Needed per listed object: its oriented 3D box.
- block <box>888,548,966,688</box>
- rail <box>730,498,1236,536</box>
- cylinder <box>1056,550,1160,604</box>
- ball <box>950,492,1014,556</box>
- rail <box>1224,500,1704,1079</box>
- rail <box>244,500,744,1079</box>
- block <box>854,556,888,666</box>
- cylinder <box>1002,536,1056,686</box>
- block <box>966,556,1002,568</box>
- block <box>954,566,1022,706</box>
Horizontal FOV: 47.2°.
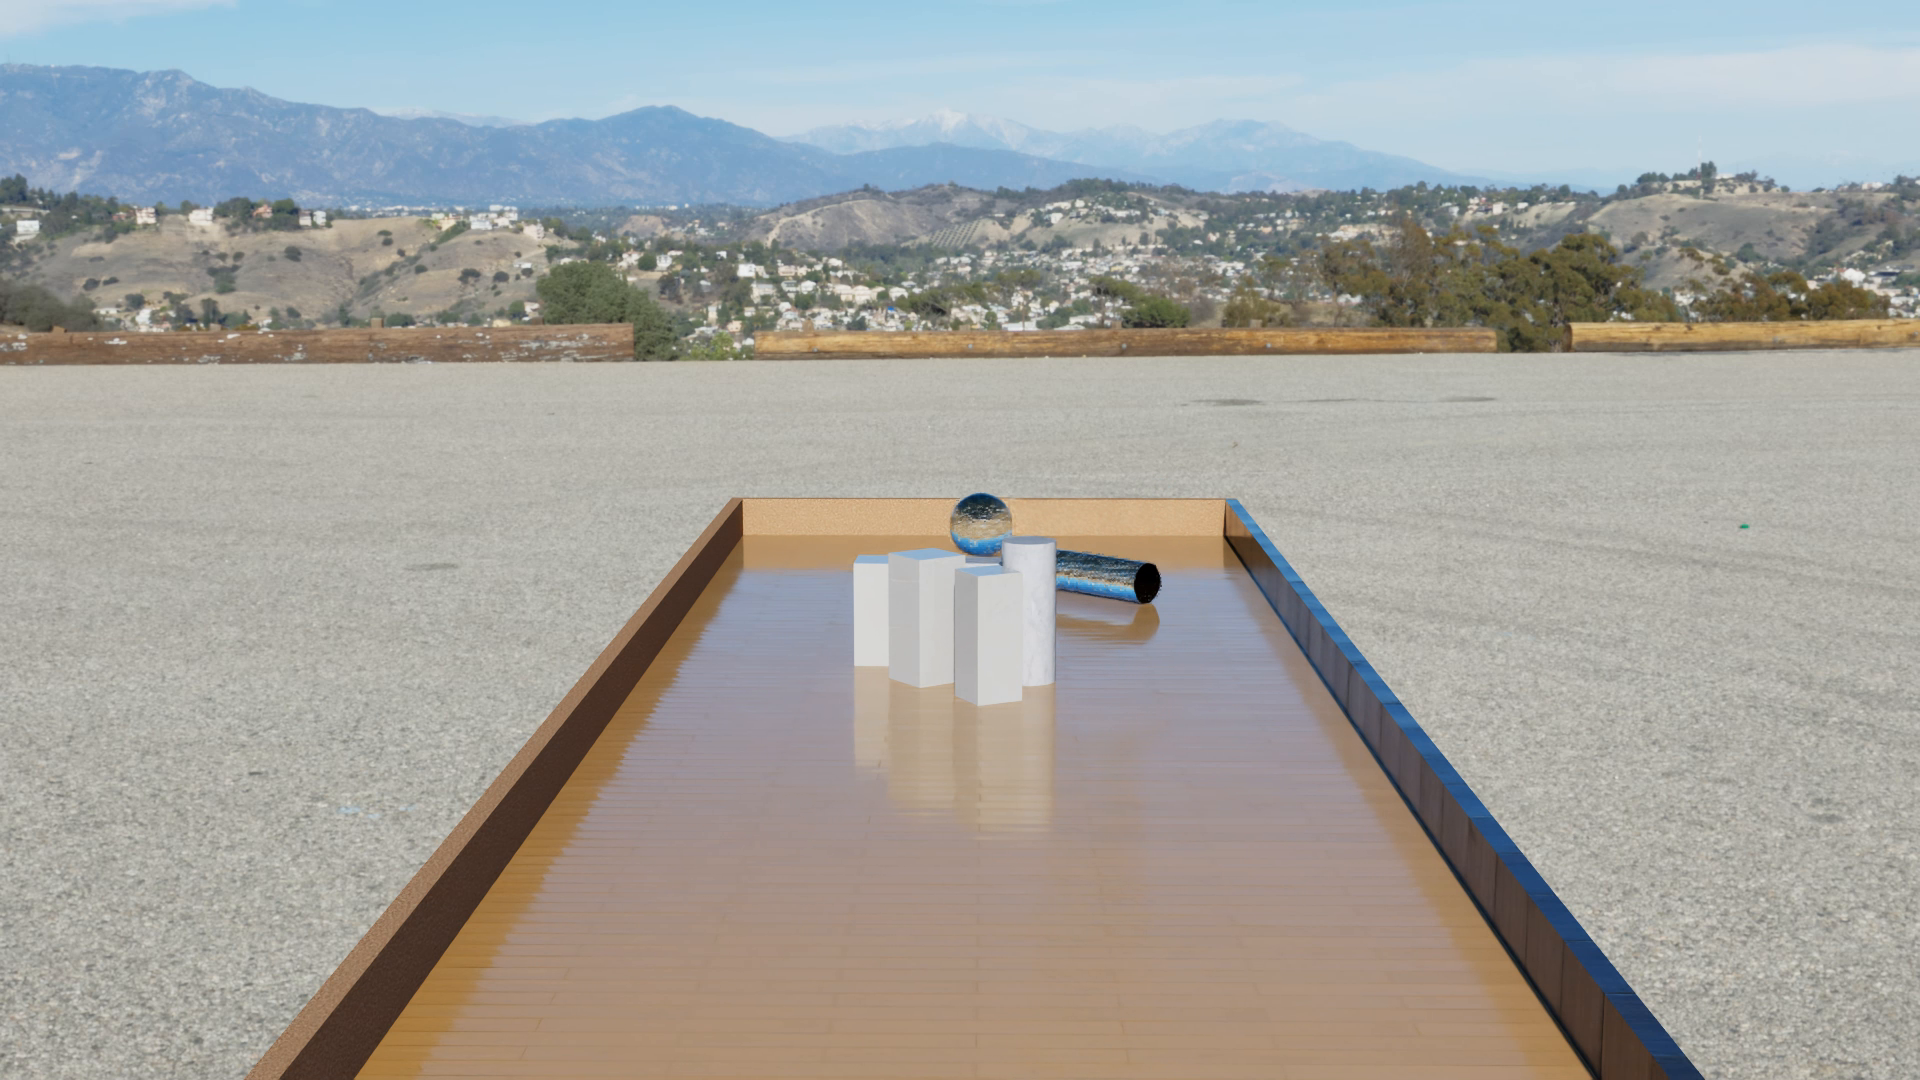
[{"bbox_3d":[-0.097,0.224,6.405,0.161,0.372,0.161,-6,11,-35],"label":"block"},{"bbox_3d":[0.099,-0.098,9.147,2.100,0.150,0.050,0,9,1],"label":"rail"},{"bbox_3d":[0.484,0.125,7.769,0.459,0.141,0.141,9,13,44],"label":"cylinder"},{"bbox_3d":[0.083,-0.058,8.577,0.250,0.250,0.250,0,9,0],"label":"ball"},{"bbox_3d":[1.046,0.843,3.208,0.050,0.150,12.000,0,9,1],"label":"rail"},{"bbox_3d":[-1.004,0.839,3.234,0.050,0.150,12.000,0,9,1],"label":"rail"},{"bbox_3d":[-0.237,0.213,6.668,0.155,0.312,0.155,0,9,3],"label":"block"},{"bbox_3d":[0.200,0.205,6.396,0.160,0.413,0.160,0,9,0],"label":"cylinder"},{"bbox_3d":[0.062,0.213,6.686,0.132,0.308,0.132,0,9,2],"label":"block"},{"bbox_3d":[0.080,0.266,6.167,0.140,0.365,0.140,-5,10,-27],"label":"block"}]
